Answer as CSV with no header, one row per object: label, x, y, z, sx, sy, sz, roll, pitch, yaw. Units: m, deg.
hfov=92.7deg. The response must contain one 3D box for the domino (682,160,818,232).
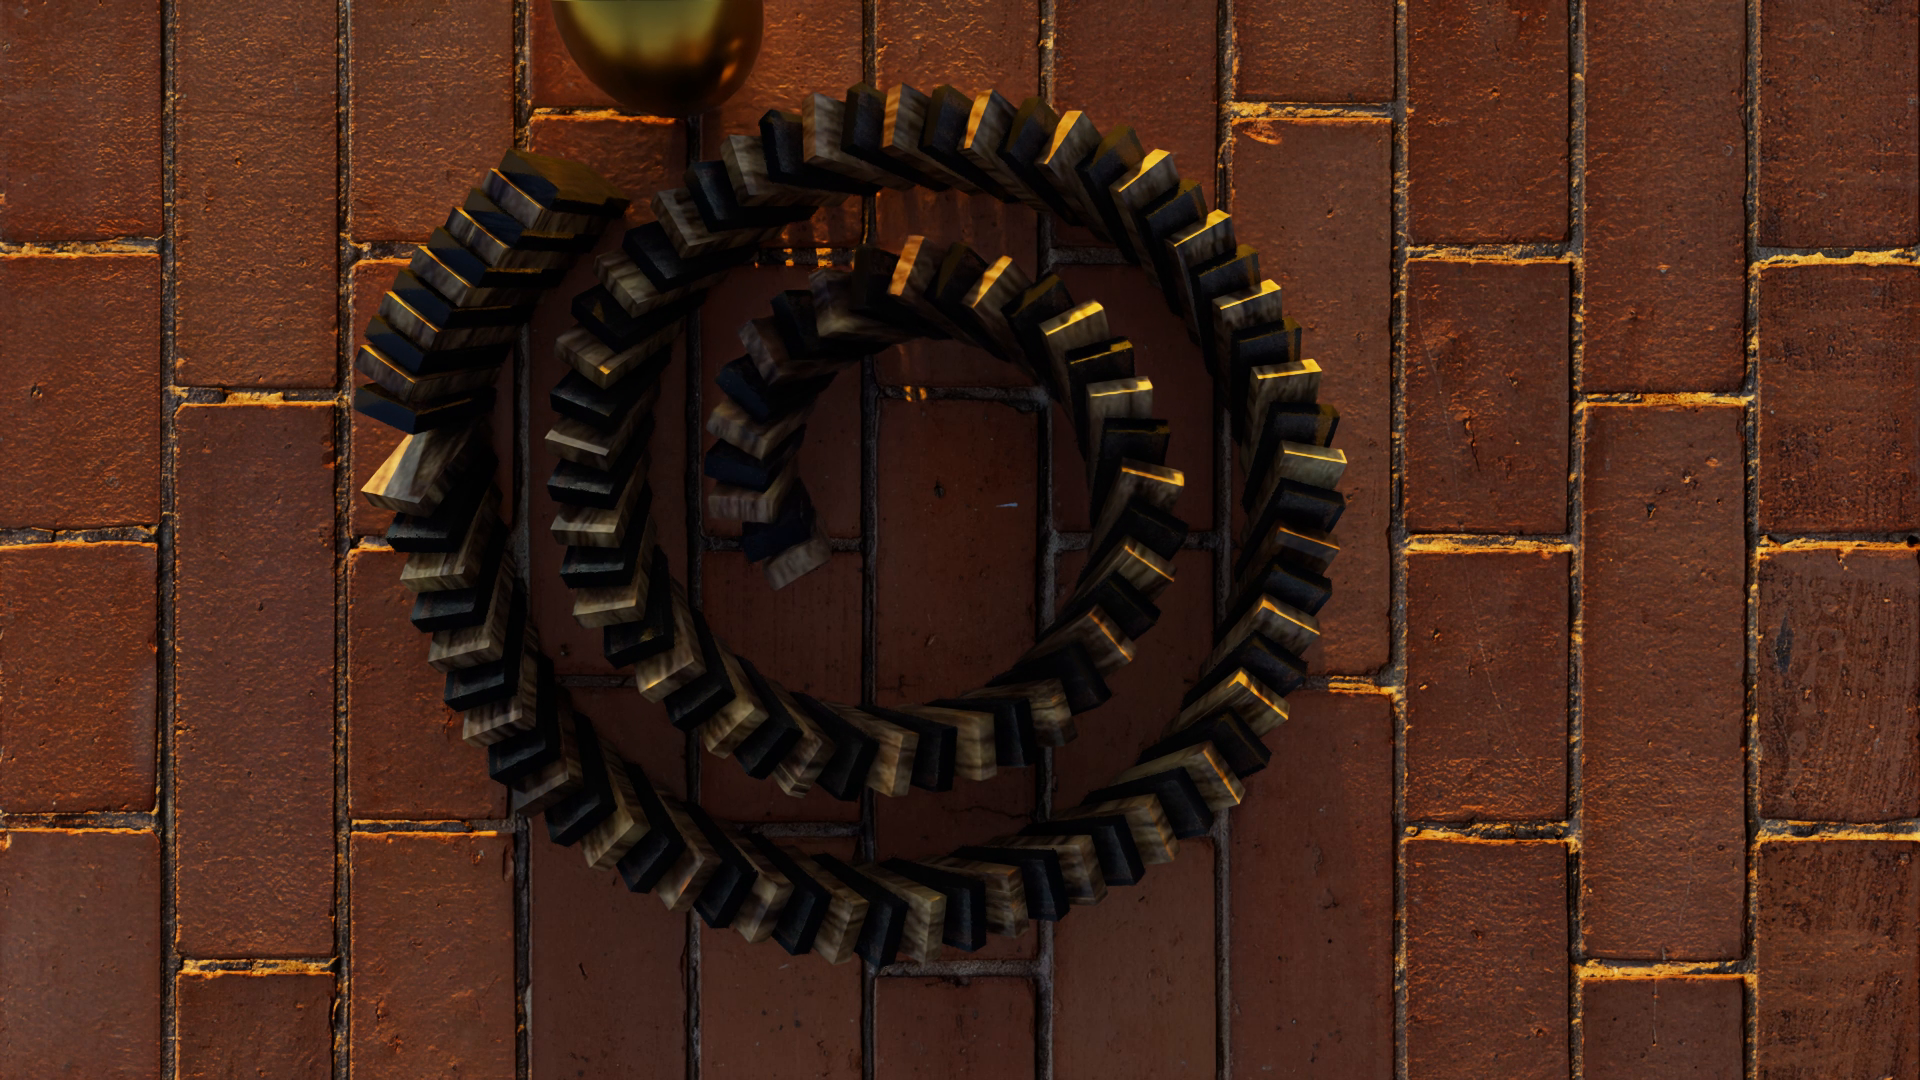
domino,-0.086,-0.144,0.380,0.050,0.010,0.025,-25,90,-40

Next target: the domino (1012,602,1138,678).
domino,0.047,0.049,0.380,0.025,0.010,0.050,48,131,0

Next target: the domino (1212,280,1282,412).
domino,0.120,-0.080,0.381,0.025,0.010,0.050,-19,129,0

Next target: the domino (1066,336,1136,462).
domino,0.060,-0.058,0.380,0.025,0.009,0.050,-16,132,0

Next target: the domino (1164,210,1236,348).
domino,0.104,-0.107,0.380,0.025,0.010,0.050,-29,129,0

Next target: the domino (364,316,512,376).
domino,-0.212,-0.082,0.375,0.025,0.050,0.009,38,111,0

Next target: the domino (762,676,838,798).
domino,-0.074,0.081,0.380,0.050,0.009,0.025,35,91,41

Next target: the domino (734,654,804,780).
domino,-0.087,0.073,0.380,0.025,0.010,0.050,-50,49,0

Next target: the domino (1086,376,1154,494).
domino,0.065,-0.043,0.380,0.025,0.009,0.050,-8,132,0

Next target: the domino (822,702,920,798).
domino,-0.040,0.086,0.380,0.050,0.009,0.025,11,90,41

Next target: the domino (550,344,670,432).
domino,-0.144,-0.068,0.380,0.025,0.010,0.050,22,49,0

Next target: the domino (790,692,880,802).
domino,-0.057,0.085,0.380,0.050,0.010,0.025,22,90,42

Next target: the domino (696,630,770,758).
domino,-0.101,0.063,0.380,0.025,0.010,0.050,-44,50,0

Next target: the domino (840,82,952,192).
domino,-0.025,-0.166,0.380,0.050,0.009,0.025,7,89,-40

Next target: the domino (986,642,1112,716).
domino,0.036,0.062,0.380,0.050,0.010,0.025,-31,90,42

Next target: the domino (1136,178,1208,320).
domino,0.093,-0.120,0.380,0.025,0.009,0.050,-35,129,-1

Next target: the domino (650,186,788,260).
domino,-0.099,-0.135,0.380,0.050,0.010,0.025,-31,90,-40

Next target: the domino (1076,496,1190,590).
domino,0.071,0.007,0.380,0.025,0.010,0.050,27,132,-1

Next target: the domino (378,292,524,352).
domino,-0.207,-0.091,0.375,0.025,0.050,0.009,38,111,0

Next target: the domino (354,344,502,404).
domino,-0.216,-0.071,0.375,0.025,0.050,0.009,35,112,0

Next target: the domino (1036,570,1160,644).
domino,0.057,0.037,0.380,0.025,0.010,0.050,42,131,0

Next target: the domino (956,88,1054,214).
domino,0.024,-0.160,0.381,0.050,0.009,0.025,21,90,-39

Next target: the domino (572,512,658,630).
domino,-0.142,0.012,0.380,0.025,0.010,0.050,-9,49,1

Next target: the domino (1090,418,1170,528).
domino,0.070,-0.027,0.380,0.025,0.010,0.050,2,132,0

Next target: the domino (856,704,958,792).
domino,-0.024,0.086,0.380,0.050,0.010,0.025,5,90,41

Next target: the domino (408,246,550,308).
domino,-0.195,-0.108,0.375,0.025,0.050,0.009,38,110,0

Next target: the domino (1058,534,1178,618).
domino,0.065,0.022,0.380,0.025,0.010,0.050,34,132,0

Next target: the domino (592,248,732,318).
domino,-0.123,-0.113,0.380,0.025,0.010,0.050,49,50,1

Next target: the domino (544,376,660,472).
domino,-0.147,-0.052,0.380,0.025,0.010,0.050,16,50,0

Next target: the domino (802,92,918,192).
domino,-0.041,-0.164,0.380,0.050,0.010,0.025,-1,89,-40

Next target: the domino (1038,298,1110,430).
domino,0.051,-0.072,0.379,0.025,0.009,0.050,-26,133,-1

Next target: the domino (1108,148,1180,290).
domino,0.083,-0.132,0.380,0.025,0.009,0.050,-38,130,-1

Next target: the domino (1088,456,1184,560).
domino,0.072,-0.009,0.380,0.025,0.010,0.050,14,133,0

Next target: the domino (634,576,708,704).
domino,-0.123,0.040,0.380,0.025,0.009,0.050,-31,49,0

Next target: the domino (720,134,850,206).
domino,-0.072,-0.153,0.380,0.050,0.010,0.025,-18,90,-40

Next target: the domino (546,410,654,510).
domino,-0.148,-0.036,0.380,0.025,0.009,0.050,9,50,0

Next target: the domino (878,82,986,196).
domino,-0.009,-0.165,0.380,0.050,0.010,0.025,10,89,-40

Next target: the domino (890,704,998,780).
domino,-0.008,0.083,0.380,0.050,0.010,0.025,-3,90,41

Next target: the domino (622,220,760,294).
domino,-0.111,-0.122,0.380,0.025,0.009,0.050,50,50,0

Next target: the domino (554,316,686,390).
domino,-0.140,-0.085,0.380,0.025,0.010,0.050,35,49,1

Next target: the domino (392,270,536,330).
domino,-0.201,-0.099,0.375,0.025,0.050,0.010,38,111,0

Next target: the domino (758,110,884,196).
domino,-0.057,-0.160,0.380,0.050,0.009,0.025,-9,90,-40

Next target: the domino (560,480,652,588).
domino,-0.146,-0.003,0.380,0.025,0.010,0.050,-3,50,1

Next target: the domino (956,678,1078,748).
domino,0.023,0.073,0.380,0.050,0.010,0.025,-17,91,42

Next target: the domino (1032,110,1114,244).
domino,0.054,-0.150,0.380,0.050,0.010,0.025,34,90,-40

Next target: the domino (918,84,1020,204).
domino,0.008,-0.163,0.380,0.050,0.009,0.025,16,90,-40

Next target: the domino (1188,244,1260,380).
domino,0.112,-0.094,0.381,0.025,0.009,0.050,-24,129,0

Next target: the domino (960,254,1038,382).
domino,0.024,-0.091,0.379,0.025,0.010,0.050,-51,134,0

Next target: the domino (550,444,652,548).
domino,-0.148,-0.020,0.380,0.025,0.009,0.050,3,50,0

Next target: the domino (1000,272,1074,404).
domino,0.039,-0.083,0.379,0.025,0.009,0.050,-38,134,0

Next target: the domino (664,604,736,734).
domino,-0.113,0.052,0.380,0.025,0.010,0.050,-37,50,0

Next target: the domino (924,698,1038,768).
domino,0.008,0.079,0.380,0.050,0.009,0.025,-9,91,41

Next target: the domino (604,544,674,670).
domino,-0.134,0.027,0.380,0.025,0.010,0.050,-21,49,0

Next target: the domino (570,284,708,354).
domino,-0.132,-0.099,0.380,0.025,0.009,0.050,41,50,1

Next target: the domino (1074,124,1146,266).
domino,0.070,-0.142,0.380,0.025,0.010,0.050,-45,130,0

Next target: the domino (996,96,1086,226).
domino,0.040,-0.156,0.380,0.050,0.009,0.025,28,90,-40

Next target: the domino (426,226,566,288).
domino,-0.188,-0.115,0.375,0.025,0.050,0.009,38,110,0
